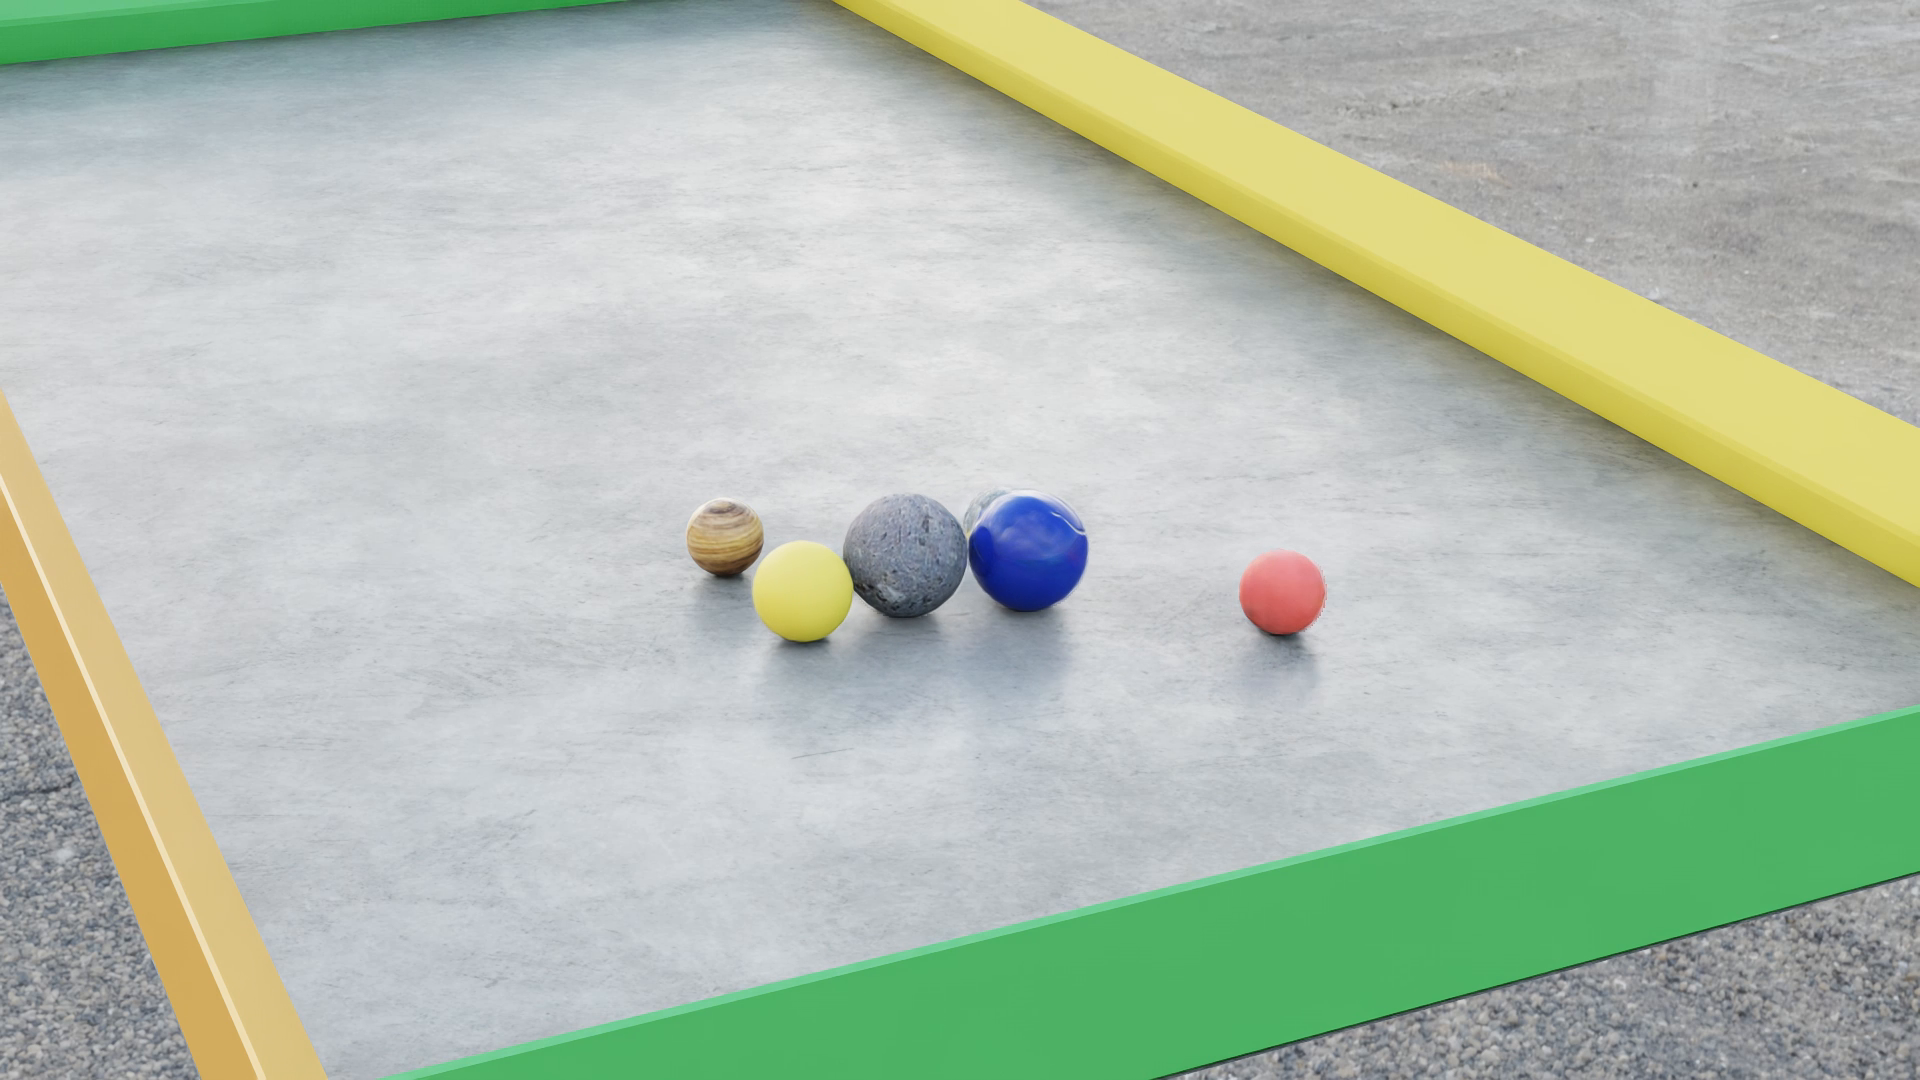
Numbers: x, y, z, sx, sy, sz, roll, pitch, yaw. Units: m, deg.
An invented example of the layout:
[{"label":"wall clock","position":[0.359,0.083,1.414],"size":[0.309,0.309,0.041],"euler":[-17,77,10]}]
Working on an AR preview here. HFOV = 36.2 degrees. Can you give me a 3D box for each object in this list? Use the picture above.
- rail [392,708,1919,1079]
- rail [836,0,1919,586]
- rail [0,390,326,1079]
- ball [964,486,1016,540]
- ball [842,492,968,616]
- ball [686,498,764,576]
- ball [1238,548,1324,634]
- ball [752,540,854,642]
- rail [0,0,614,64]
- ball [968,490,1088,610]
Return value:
[{"label":"rail","position":[0.265,0.205,1.696],"size":[1.325,0.120,0.045],"euler":[-10,26,-23]},{"label":"rail","position":[0.305,-0.364,3.006],"size":[0.045,0.120,2.605],"euler":[-10,26,-23]},{"label":"rail","position":[-0.854,-0.149,2.512],"size":[0.045,0.120,2.605],"euler":[-10,26,-23]},{"label":"ball","position":[0.033,-0.012,2.276],"size":[0.059,0.059,0.059],"euler":[0,23,0]},{"label":"ball","position":[-0.040,0.011,2.181],"size":[0.092,0.092,0.092],"euler":[0,23,0]},{"label":"ball","position":[-0.180,-0.003,2.252],"size":[0.060,0.060,0.060],"euler":[0,23,0]},{"label":"ball","position":[0.236,0.038,2.156],"size":[0.063,0.063,0.063],"euler":[0,23,0]},{"label":"ball","position":[-0.115,0.037,2.144],"size":[0.074,0.074,0.074],"euler":[0,23,0]},{"label":"rail","position":[-0.814,-0.718,3.822],"size":[1.325,0.120,0.045],"euler":[-10,26,-23]},{"label":"ball","position":[0.051,0.007,2.192],"size":[0.090,0.090,0.090],"euler":[0,23,0]}]
